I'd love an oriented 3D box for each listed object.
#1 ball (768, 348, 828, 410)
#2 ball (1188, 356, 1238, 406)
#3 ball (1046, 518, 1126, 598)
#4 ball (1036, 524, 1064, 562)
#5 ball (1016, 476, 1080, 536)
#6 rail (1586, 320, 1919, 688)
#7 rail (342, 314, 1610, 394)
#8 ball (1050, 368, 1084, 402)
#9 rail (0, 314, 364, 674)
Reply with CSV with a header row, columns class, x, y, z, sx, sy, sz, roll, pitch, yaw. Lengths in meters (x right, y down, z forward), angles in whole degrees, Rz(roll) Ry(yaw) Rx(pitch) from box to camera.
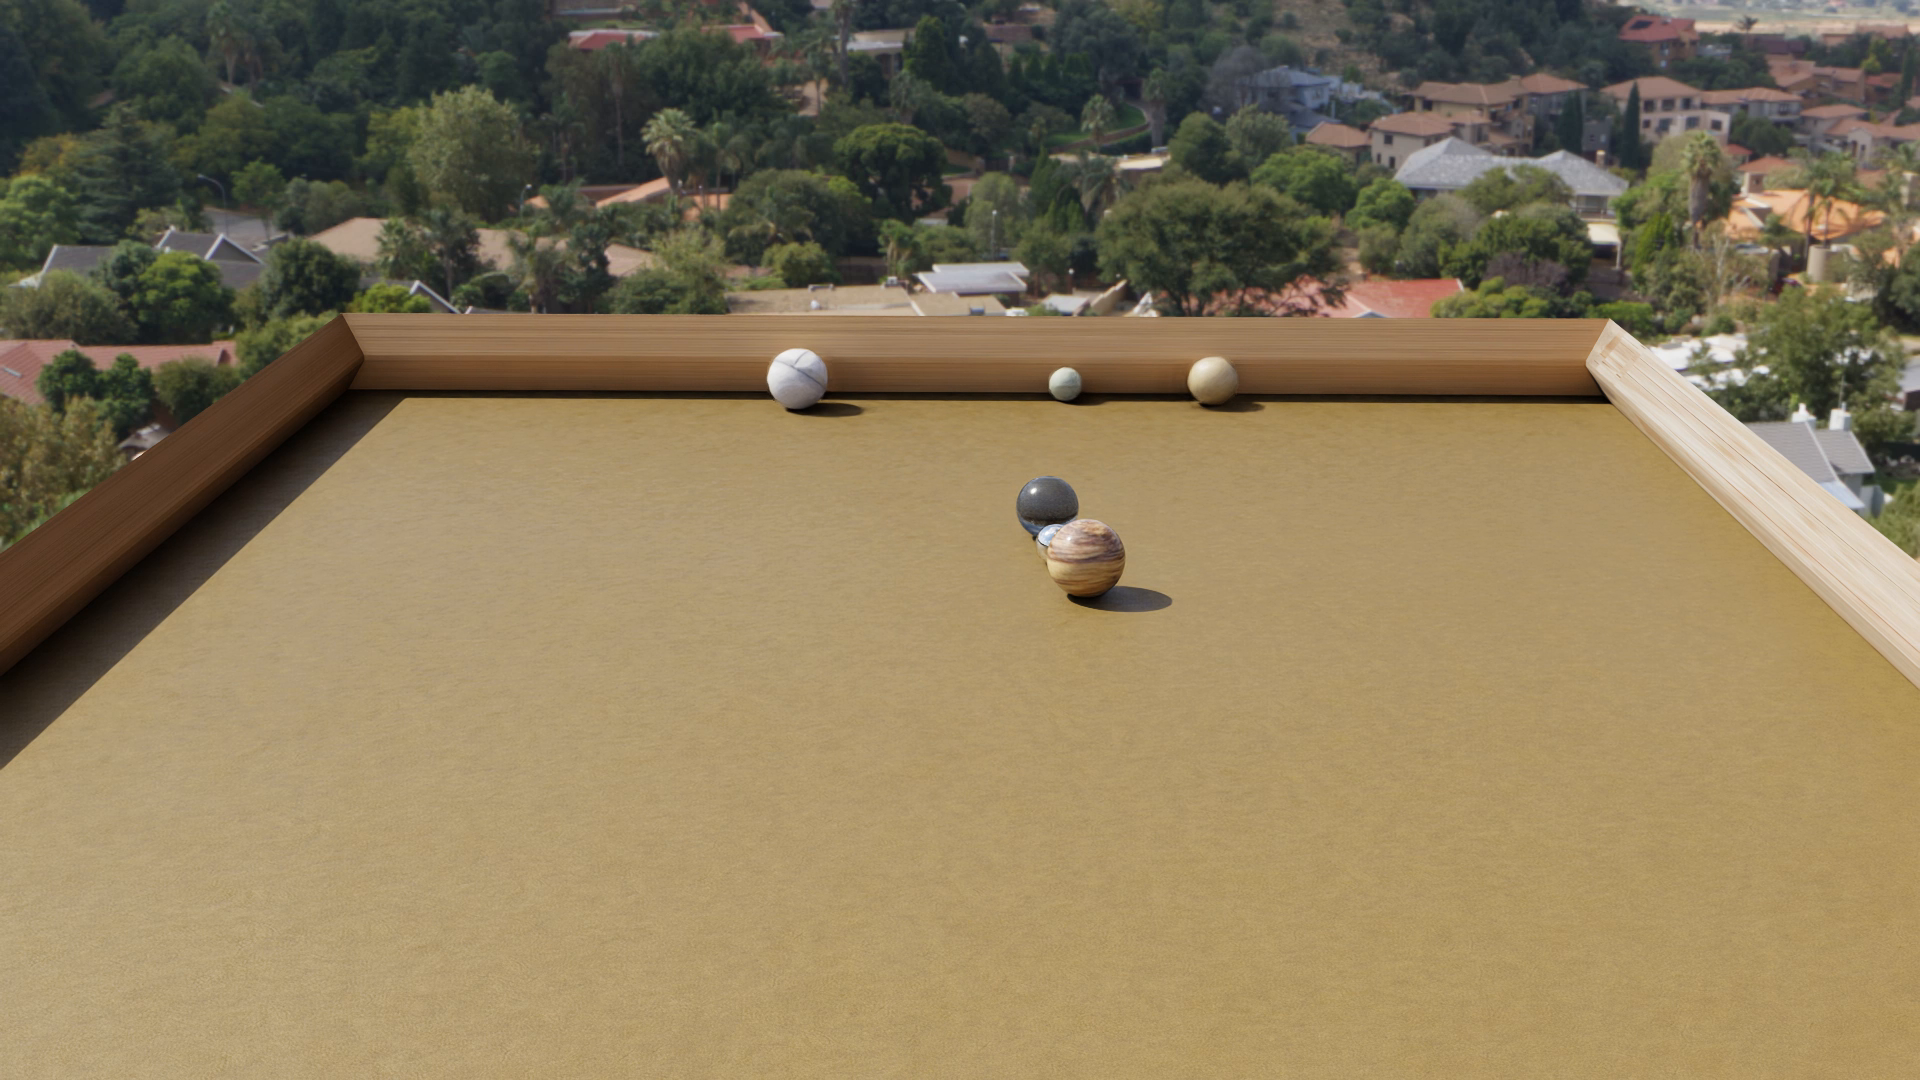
class,x,y,z,sx,sy,sz,roll,pitch,yaw
ball,-0.253,-0.252,3.439,0.095,0.095,0.095,0,18,0
ball,0.398,-0.250,3.462,0.078,0.078,0.078,0,18,0
ball,0.148,0.021,2.580,0.093,0.093,0.093,0,18,0
ball,0.118,0.005,2.701,0.051,0.051,0.051,0,18,0
ball,0.111,-0.041,2.798,0.081,0.081,0.081,0,18,0
rail,0.973,0.258,1.781,0.045,0.123,3.645,0,18,1
rail,0.019,-0.292,3.516,2.033,0.123,0.045,0,18,1
ball,0.169,-0.247,3.491,0.054,0.054,0.054,0,18,0
rail,-1.012,0.245,1.821,0.045,0.123,3.645,0,18,1
